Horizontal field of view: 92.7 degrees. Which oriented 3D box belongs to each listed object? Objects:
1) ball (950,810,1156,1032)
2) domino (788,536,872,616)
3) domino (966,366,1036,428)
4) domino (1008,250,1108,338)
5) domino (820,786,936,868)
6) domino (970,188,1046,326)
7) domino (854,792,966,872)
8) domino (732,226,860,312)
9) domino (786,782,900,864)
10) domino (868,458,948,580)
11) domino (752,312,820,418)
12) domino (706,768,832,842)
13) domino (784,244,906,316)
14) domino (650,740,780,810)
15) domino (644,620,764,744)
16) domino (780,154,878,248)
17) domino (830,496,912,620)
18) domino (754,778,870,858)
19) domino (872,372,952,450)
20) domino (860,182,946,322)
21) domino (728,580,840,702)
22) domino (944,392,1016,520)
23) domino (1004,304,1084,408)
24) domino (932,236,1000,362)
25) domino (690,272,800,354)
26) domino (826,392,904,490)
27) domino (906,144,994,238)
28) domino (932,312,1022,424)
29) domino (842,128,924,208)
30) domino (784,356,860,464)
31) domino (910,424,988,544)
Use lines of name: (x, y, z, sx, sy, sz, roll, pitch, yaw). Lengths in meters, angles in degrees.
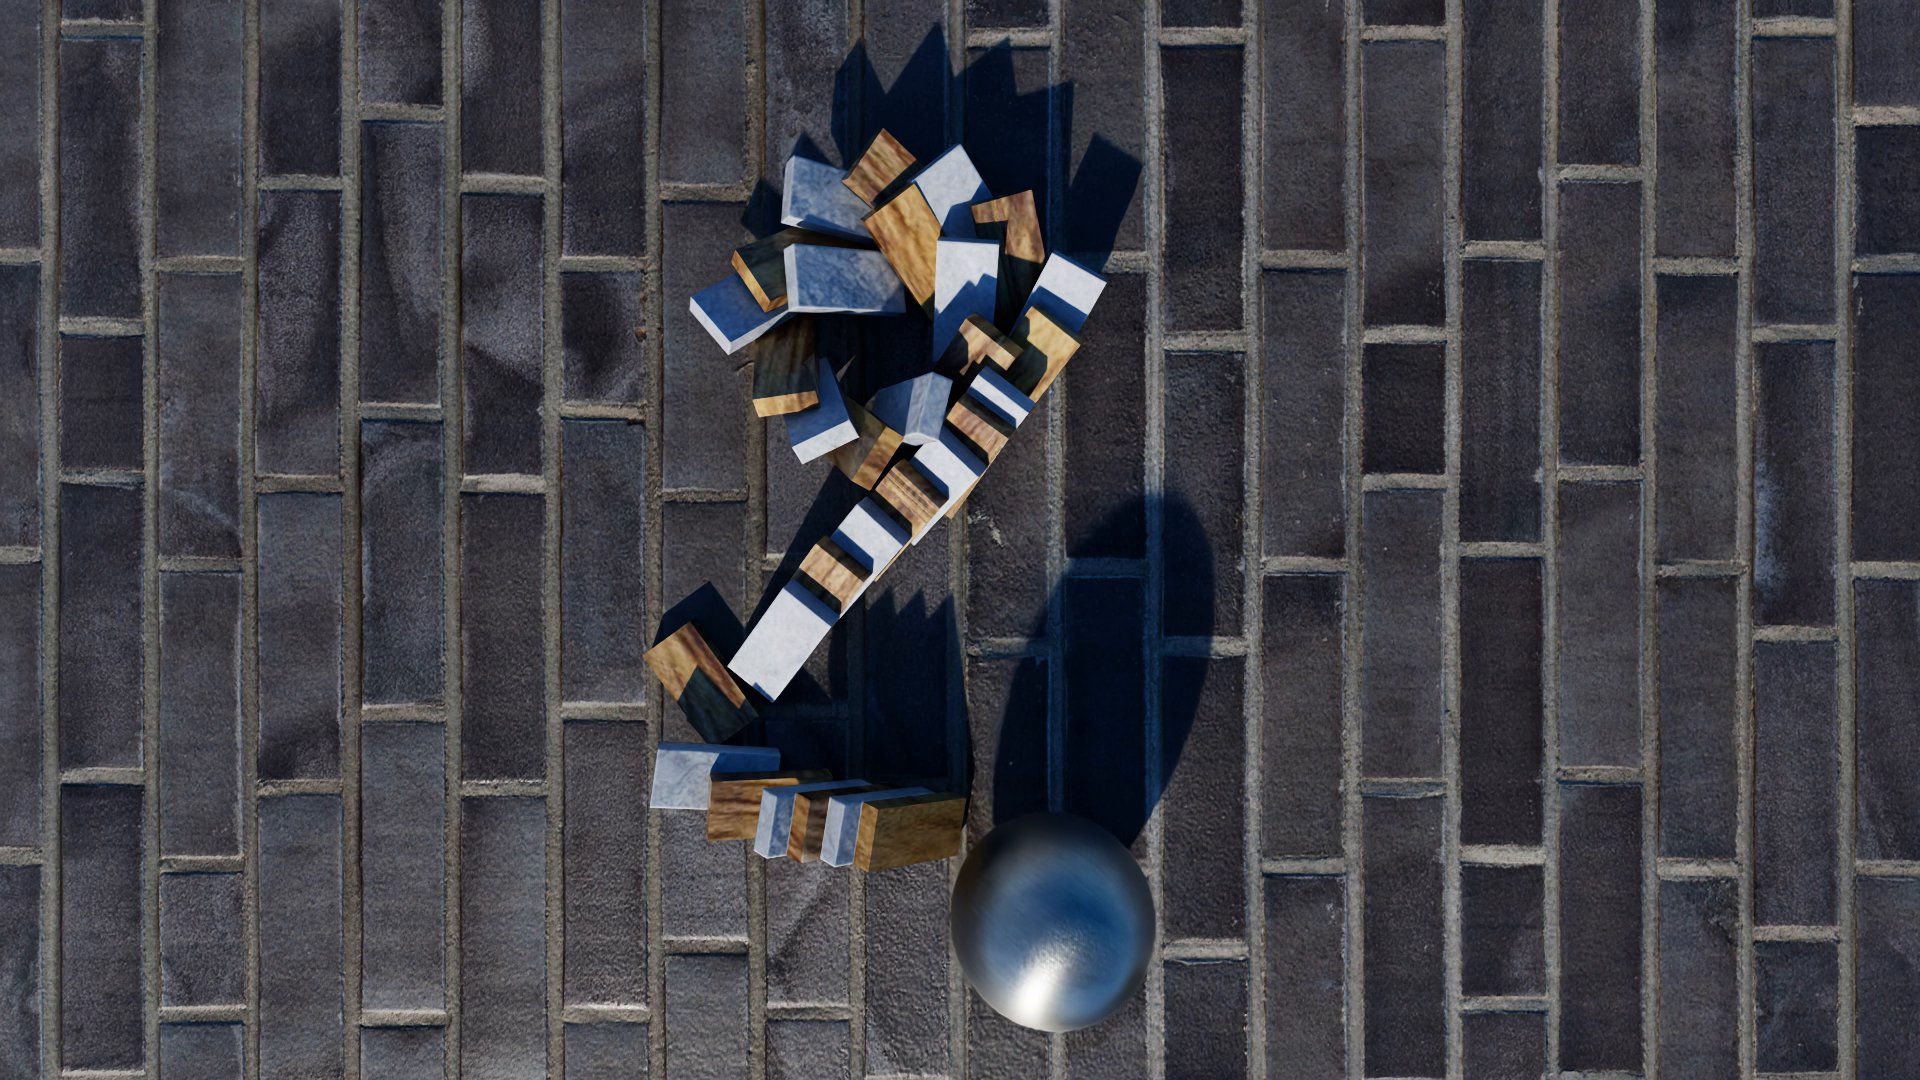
ball: (0.036, 0.148, 0.360, 0.080, 0.080, 0.080, 0, 90, 0)
domino: (-0.061, 0.025, 0.384, 0.025, 0.009, 0.050, 39, 118, 0)
domino: (0.007, -0.045, 0.380, 0.025, 0.009, 0.050, 37, 130, -2)
domino: (0.038, -0.092, 0.384, 0.025, 0.010, 0.050, 28, 117, -2)
domino: (-0.033, 0.118, 0.379, 0.010, 0.050, 0.025, 9, 90, 45)
domino: (0.022, -0.118, 0.385, 0.025, 0.010, 0.050, -16, 117, 0)
domino: (-0.020, 0.120, 0.379, 0.009, 0.050, 0.025, 9, 90, 45)
domino: (-0.067, -0.117, 0.384, 0.050, 0.010, 0.025, -34, 90, -29)
domino: (-0.046, 0.116, 0.379, 0.009, 0.050, 0.025, 9, 90, 45)
domino: (-0.029, -0.008, 0.382, 0.025, 0.009, 0.050, 43, 125, 0)
domino: (-0.072, -0.074, 0.381, 0.025, 0.010, 0.050, -8, 51, 0)
domino: (-0.080, 0.111, 0.385, 0.050, 0.009, 0.025, 3, 95, -22)
domino: (-0.047, -0.108, 0.381, 0.050, 0.009, 0.025, -7, 95, -34)
domino: (-0.103, 0.100, 0.387, 0.050, 0.009, 0.025, 8, 94, -19)
domino: (-0.111, 0.062, 0.395, 0.025, 0.009, 0.050, -36, 90, 0)
domino: (-0.048, -0.140, 0.383, 0.050, 0.010, 0.025, 5, 90, -30)
domino: (-0.045, 0.008, 0.383, 0.025, 0.010, 0.050, 43, 120, 0)
domino: (-0.060, 0.114, 0.379, 0.009, 0.050, 0.025, 9, 90, 45)
domino: (-0.022, -0.051, 0.374, 0.010, 0.050, 0.025, 17, 81, -29)
domino: (-0.017, -0.120, 0.383, 0.025, 0.009, 0.050, -37, 120, 0)
domino: (-0.074, 0.043, 0.385, 0.025, 0.009, 0.050, 39, 116, 0)
domino: (-0.001, -0.034, 0.379, 0.025, 0.010, 0.050, 36, 130, -1)
domino: (0.026, -0.071, 0.384, 0.025, 0.009, 0.050, 38, 118, 0)
domino: (0.002, -0.099, 0.383, 0.025, 0.010, 0.050, 4, 118, 1)
domino: (-0.085, -0.101, 0.384, 0.050, 0.010, 0.025, -39, 87, -27)
domino: (-0.044, -0.042, 0.376, 0.010, 0.050, 0.025, 29, 98, -38)
domino: (0.003, -0.136, 0.384, 0.025, 0.010, 0.050, -38, 117, 0)
domino: (0.002, -0.067, 0.380, 0.025, 0.009, 0.050, 39, 130, 0)
domino: (-0.022, -0.144, 0.384, 0.050, 0.009, 0.025, 35, 90, -28)
domino: (-0.060, -0.055, 0.379, 0.025, 0.050, 0.010, -25, 134, 1)
domino: (-0.013, -0.022, 0.380, 0.025, 0.010, 0.050, 43, 130, -2)
